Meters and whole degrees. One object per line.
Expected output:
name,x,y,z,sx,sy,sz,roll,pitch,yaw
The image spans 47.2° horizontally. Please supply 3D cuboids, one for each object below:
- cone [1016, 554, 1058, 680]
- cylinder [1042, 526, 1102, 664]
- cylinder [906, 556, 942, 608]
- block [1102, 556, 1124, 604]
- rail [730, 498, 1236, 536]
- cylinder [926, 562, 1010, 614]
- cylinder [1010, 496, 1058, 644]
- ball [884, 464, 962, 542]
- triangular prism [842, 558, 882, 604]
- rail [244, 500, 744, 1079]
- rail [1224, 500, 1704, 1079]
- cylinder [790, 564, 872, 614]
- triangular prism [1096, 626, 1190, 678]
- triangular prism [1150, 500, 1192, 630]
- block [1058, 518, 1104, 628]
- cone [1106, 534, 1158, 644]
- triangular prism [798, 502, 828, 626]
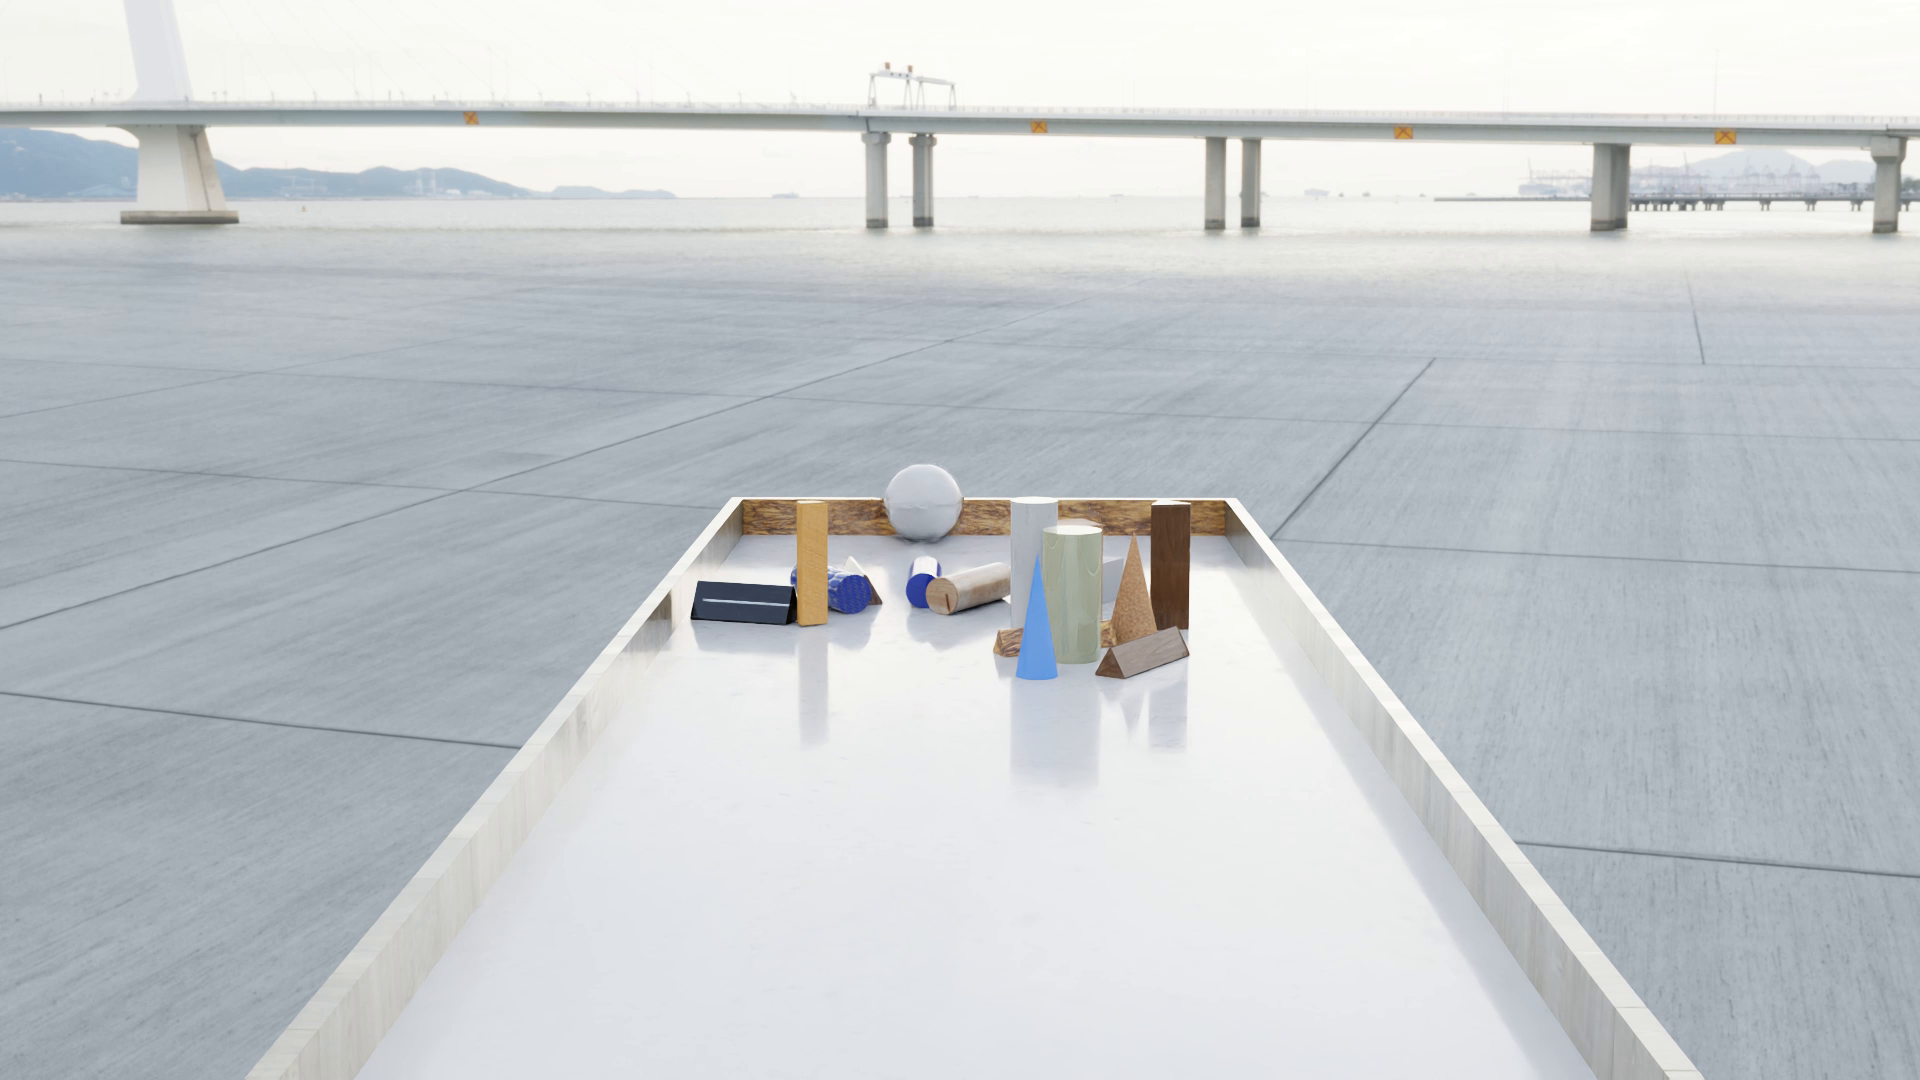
cone,0.227,0.217,6.457,0.126,0.370,0.126,0,9,0
cylinder,0.341,0.165,6.699,0.179,0.397,0.179,0,9,0
cylinder,-0.124,0.147,7.691,0.123,0.123,0.340,0,9,0
block,0.396,0.153,7.581,0.145,0.145,0.401,6,11,35
rail,0.099,-0.098,9.147,2.100,0.150,0.050,0,9,1
cylinder,0.038,0.165,7.559,0.128,0.128,0.366,6,11,33
cylinder,0.234,0.098,6.946,0.149,0.452,0.149,0,9,0
ball,-0.150,-0.152,8.957,0.316,0.316,0.316,0,9,0
triangular prism,-0.362,0.140,7.771,0.122,0.106,0.392,-2,9,-10
rail,-1.004,0.839,3.234,0.050,0.150,12.000,0,9,1
rail,1.046,0.843,3.208,0.050,0.150,12.000,0,9,1
cylinder,-0.448,0.159,7.577,0.134,0.134,0.356,-5,10,-30
triangular prism,0.554,0.333,6.618,0.100,0.087,0.402,6,11,34
triangular prism,0.671,0.080,7.186,0.132,0.413,0.114,-2,9,-11
block,0.362,0.112,7.218,0.158,0.340,0.158,-4,10,-22
cone,0.549,0.143,6.966,0.170,0.356,0.170,0,9,0
triangular prism,-0.507,0.074,7.250,0.108,0.401,0.094,-4,6,-41
